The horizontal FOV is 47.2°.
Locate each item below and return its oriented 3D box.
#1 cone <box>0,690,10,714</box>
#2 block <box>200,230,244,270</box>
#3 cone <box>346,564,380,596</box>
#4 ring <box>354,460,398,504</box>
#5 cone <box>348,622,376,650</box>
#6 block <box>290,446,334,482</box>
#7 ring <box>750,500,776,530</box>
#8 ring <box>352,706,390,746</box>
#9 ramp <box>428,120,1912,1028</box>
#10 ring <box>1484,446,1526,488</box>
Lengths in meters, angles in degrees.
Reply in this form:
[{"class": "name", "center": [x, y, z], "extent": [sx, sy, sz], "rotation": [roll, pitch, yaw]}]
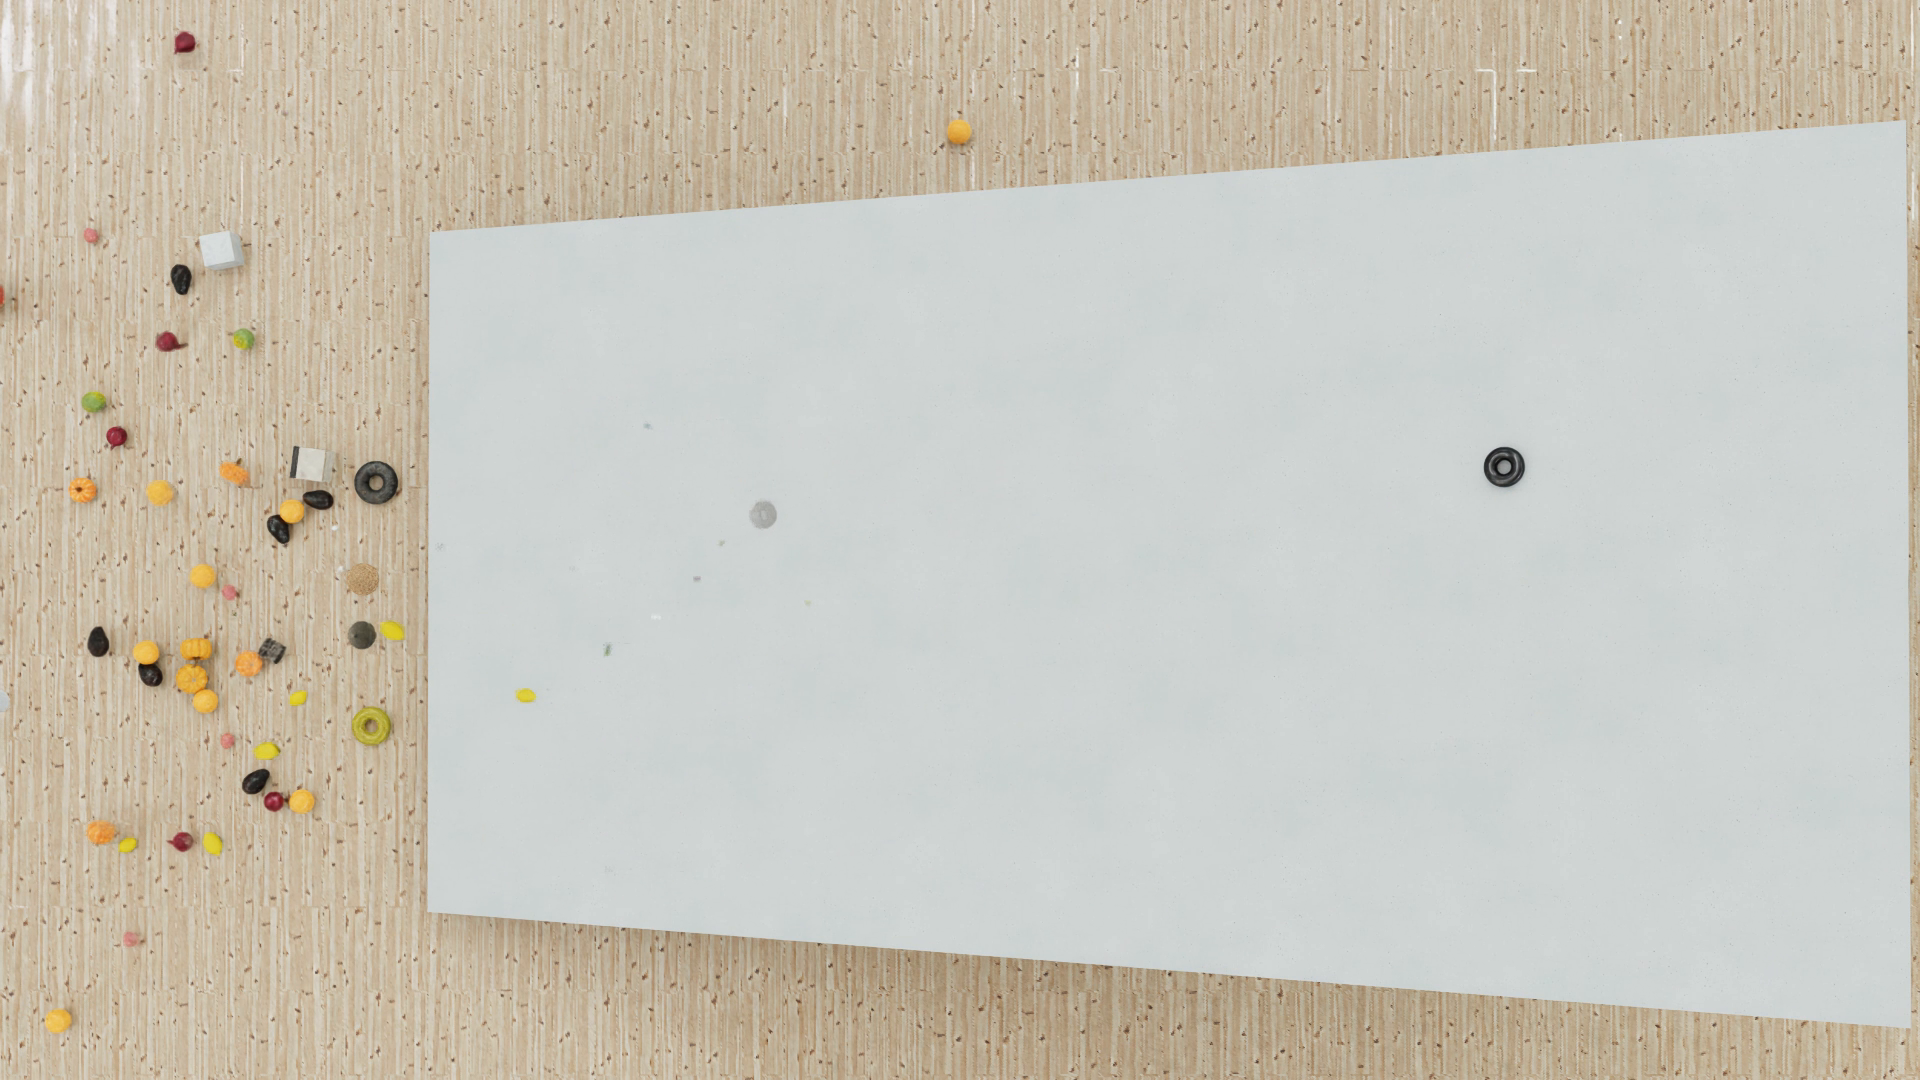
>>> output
[{"class": "cone", "center": [-2.875, 0.482, 6.521], "extent": [0.078, 0.078, 0.078], "rotation": [0, 89, 0]}, {"class": "block", "center": [-2.192, -0.859, 6.530], "extent": [0.090, 0.090, 0.090], "rotation": [-11, 89, 0]}, {"class": "cone", "center": [-1.782, 0.117, 6.515], "extent": [0.097, 0.097, 0.097], "rotation": [0, 89, 0]}, {"class": "ring", "center": [-1.738, -0.171, 6.546], "extent": [0.131, 0.044, 0.131], "rotation": [0, 89, 1]}, {"class": "cone", "center": [-1.785, 0.284, 6.520], "extent": [0.085, 0.085, 0.085], "rotation": [0, 89, 0]}, {"class": "block", "center": [-1.921, -0.224, 6.521], "extent": [0.095, 0.095, 0.095], "rotation": [7, 89, 0]}, {"class": "ring", "center": [-0.537, -0.069, 6.002], "extent": [0.078, 0.026, 0.078], "rotation": [-1, 88, 25]}, {"class": "ring", "center": [-1.751, 0.553, 6.539], "extent": [0.117, 0.039, 0.117], "rotation": [0, 90, 1]}, {"class": "ramp", "center": [0.283, 0.083, 5.704], "extent": [4.000, 0.100, 2.000], "rotation": [0, 89, 24]}, {"class": "ring", "center": [1.284, -0.172, 5.188], "extent": [0.098, 0.033, 0.098], "rotation": [-2, 85, 25]}]
